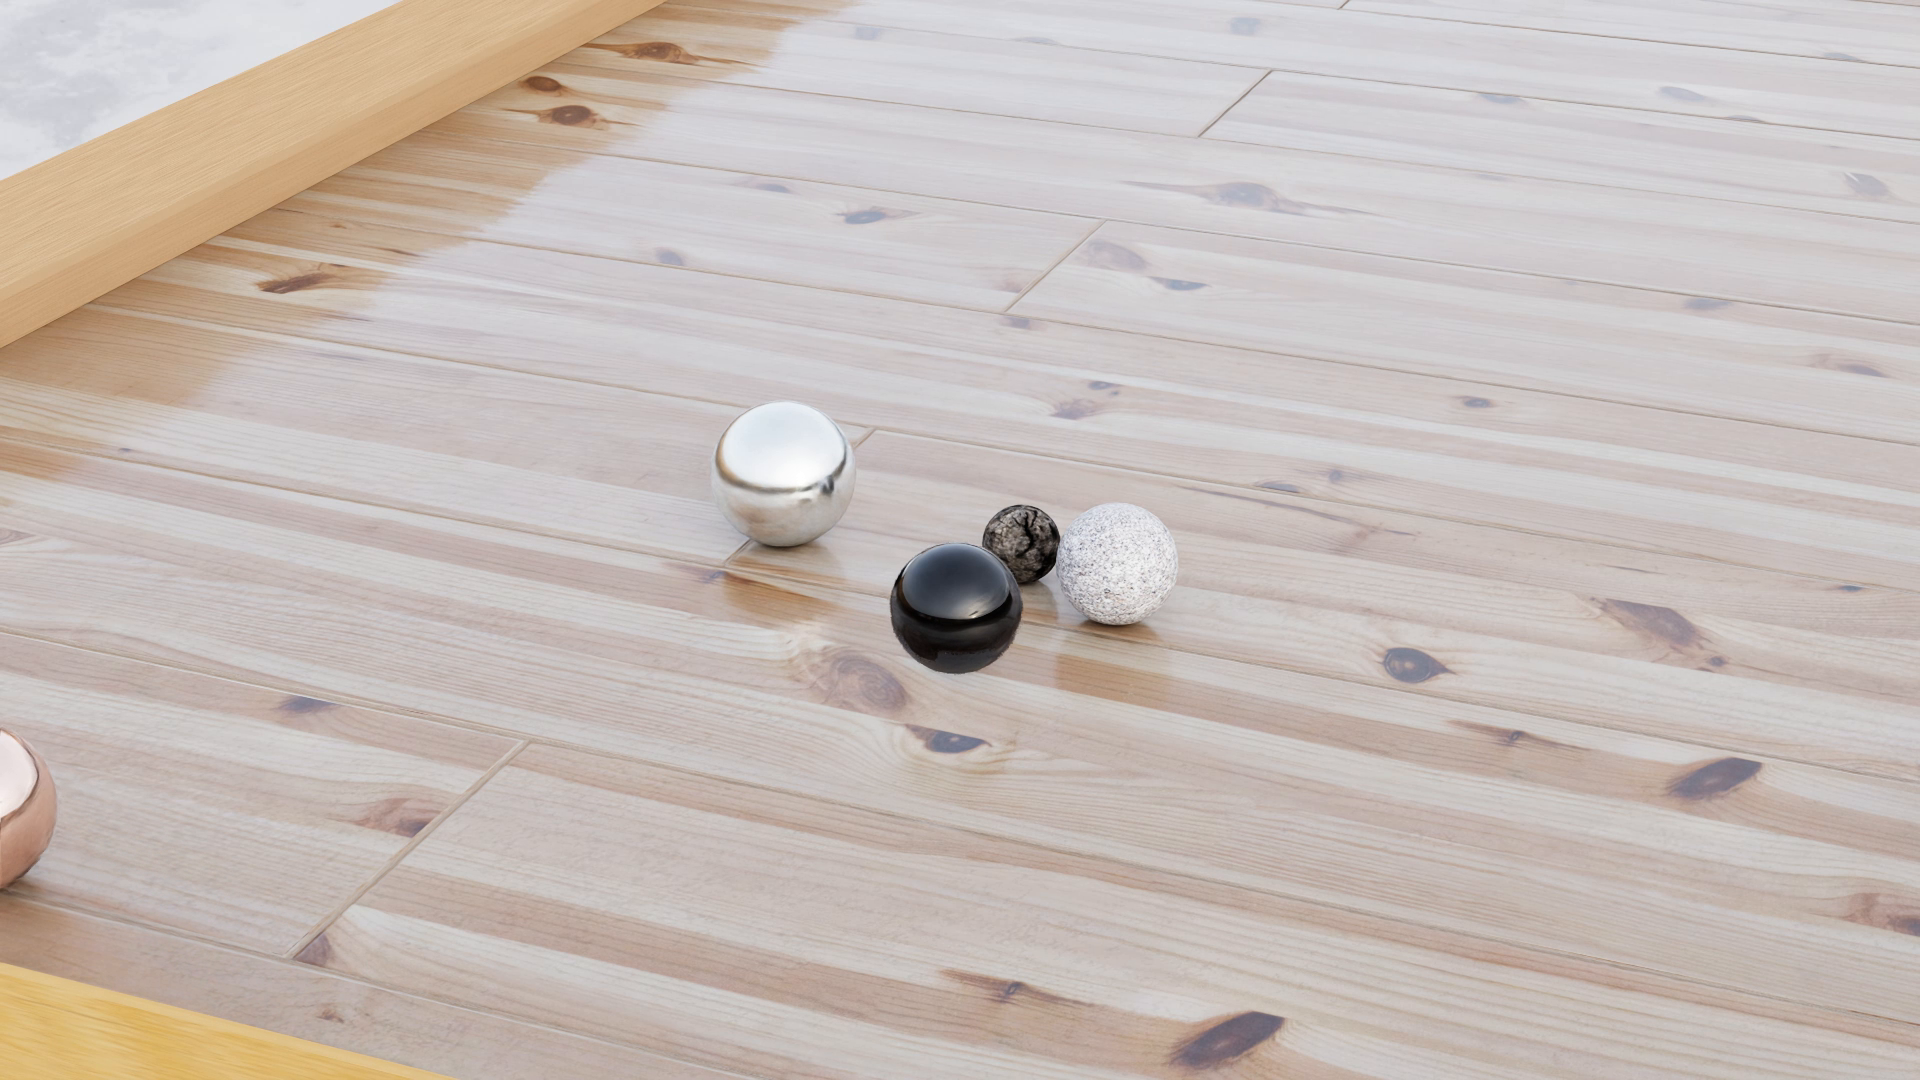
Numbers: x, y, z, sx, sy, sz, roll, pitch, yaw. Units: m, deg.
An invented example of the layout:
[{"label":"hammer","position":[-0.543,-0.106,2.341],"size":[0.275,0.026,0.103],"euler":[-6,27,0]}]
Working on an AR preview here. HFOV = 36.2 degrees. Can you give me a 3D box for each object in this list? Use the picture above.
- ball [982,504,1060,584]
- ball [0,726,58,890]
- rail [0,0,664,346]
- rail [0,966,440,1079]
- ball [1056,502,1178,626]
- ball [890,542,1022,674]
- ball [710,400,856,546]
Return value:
[{"label":"ball","position":[0.039,0.003,1.886],"size":[0.051,0.051,0.051],"euler":[0,25,0]},{"label":"ball","position":[-0.521,0.141,1.542],"size":[0.092,0.092,0.092],"euler":[0,25,0]},{"label":"rail","position":[-0.483,-0.449,2.761],"size":[0.045,0.125,2.960],"euler":[10,27,20]},{"label":"rail","position":[-0.269,0.254,1.259],"size":[1.690,0.125,0.045],"euler":[10,27,20]},{"label":"ball","position":[0.098,0.015,1.829],"size":[0.077,0.077,0.077],"euler":[0,25,0]},{"label":"ball","position":[-0.003,0.041,1.770],"size":[0.080,0.080,0.080],"euler":[0,25,0]},{"label":"ball","position":[-0.116,-0.044,1.931],"size":[0.096,0.096,0.096],"euler":[0,25,0]}]
